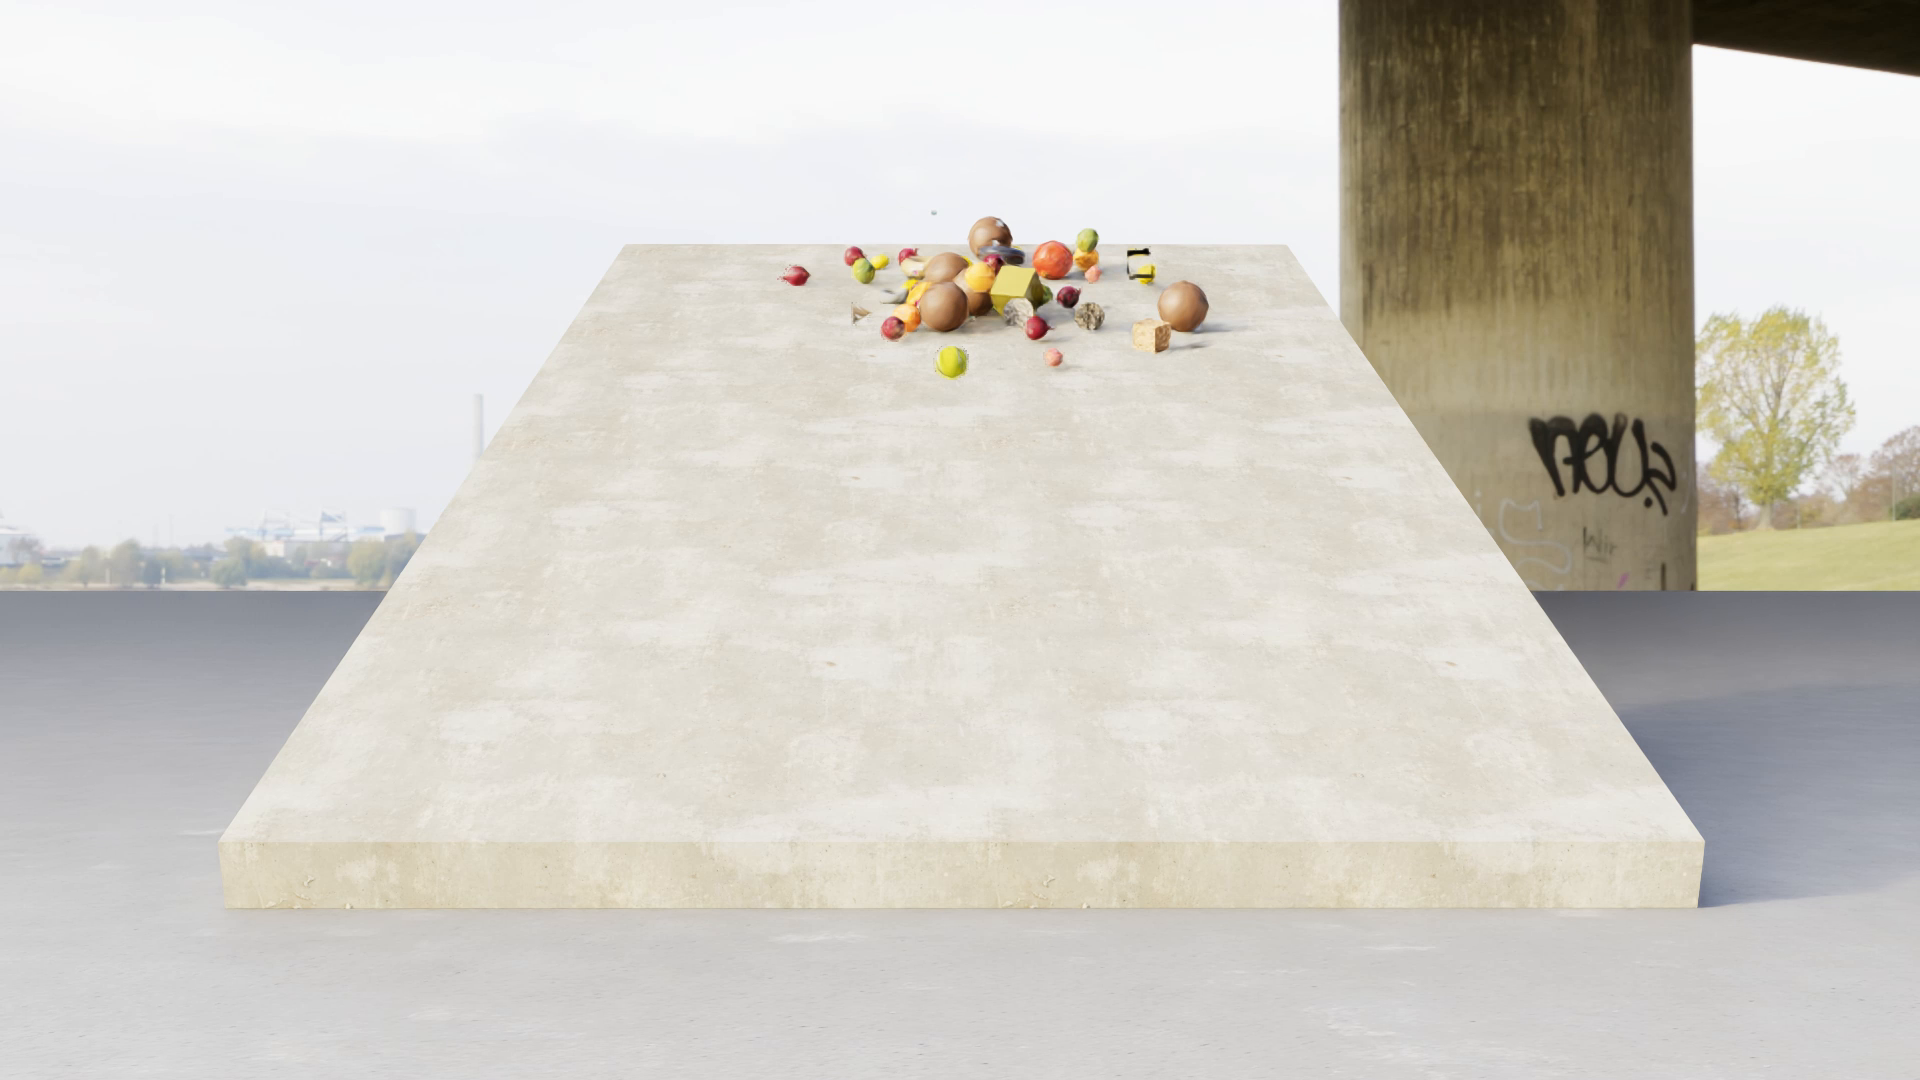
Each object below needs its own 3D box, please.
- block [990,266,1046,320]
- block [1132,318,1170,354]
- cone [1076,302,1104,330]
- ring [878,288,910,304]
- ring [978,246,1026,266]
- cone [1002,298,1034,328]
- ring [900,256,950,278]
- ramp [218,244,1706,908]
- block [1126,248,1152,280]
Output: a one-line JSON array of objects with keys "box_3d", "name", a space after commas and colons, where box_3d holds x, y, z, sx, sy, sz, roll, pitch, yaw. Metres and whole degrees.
[{"box_3d": [0.150, -0.645, 5.877, 0.096, 0.096, 0.096, 10, -30, 26], "name": "block"}, {"box_3d": [0.474, -0.505, 5.575, 0.067, 0.067, 0.067, 15, 24, 36], "name": "block"}, {"box_3d": [0.339, -0.567, 5.806, 0.075, 0.075, 0.075, 0, -8, 10], "name": "cone"}, {"box_3d": [-0.178, -0.658, 6.073, 0.092, 0.031, 0.092, -2, 22, 1], "name": "ring"}, {"box_3d": [0.120, -0.811, 6.417, 0.136, 0.045, 0.136, 8, 5, -1], "name": "ring"}, {"box_3d": [0.161, -0.579, 5.835, 0.082, 0.082, 0.082, 0, -9, 16], "name": "cone"}, {"box_3d": [-0.099, -0.775, 6.390, 0.139, 0.046, 0.139, 1, 19, 0], "name": "ring"}, {"box_3d": [-0.004, -0.197, 4.935, 2.000, 0.100, 4.000, 0, 19, 0], "name": "ramp"}, {"box_3d": [0.491, -0.756, 6.170, 0.064, 0.064, 0.064, -5, 23, 2], "name": "block"}]
